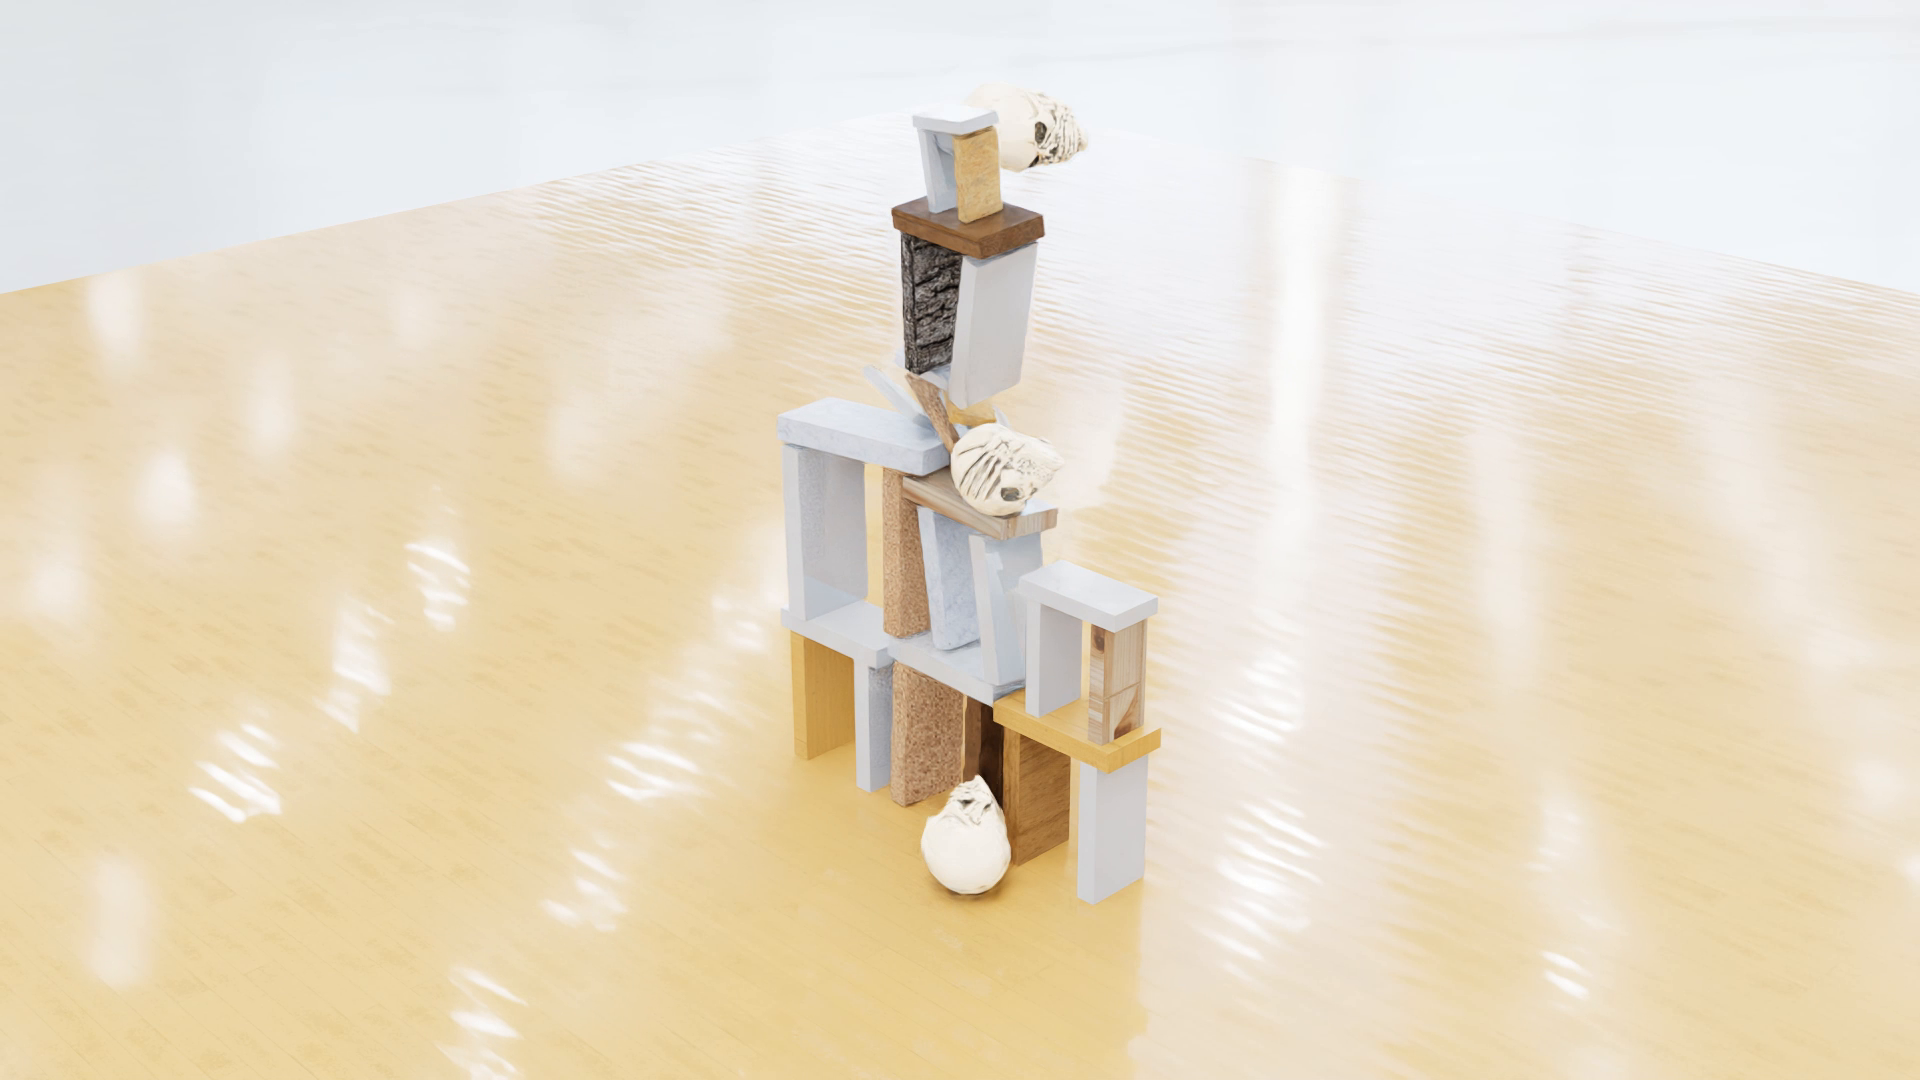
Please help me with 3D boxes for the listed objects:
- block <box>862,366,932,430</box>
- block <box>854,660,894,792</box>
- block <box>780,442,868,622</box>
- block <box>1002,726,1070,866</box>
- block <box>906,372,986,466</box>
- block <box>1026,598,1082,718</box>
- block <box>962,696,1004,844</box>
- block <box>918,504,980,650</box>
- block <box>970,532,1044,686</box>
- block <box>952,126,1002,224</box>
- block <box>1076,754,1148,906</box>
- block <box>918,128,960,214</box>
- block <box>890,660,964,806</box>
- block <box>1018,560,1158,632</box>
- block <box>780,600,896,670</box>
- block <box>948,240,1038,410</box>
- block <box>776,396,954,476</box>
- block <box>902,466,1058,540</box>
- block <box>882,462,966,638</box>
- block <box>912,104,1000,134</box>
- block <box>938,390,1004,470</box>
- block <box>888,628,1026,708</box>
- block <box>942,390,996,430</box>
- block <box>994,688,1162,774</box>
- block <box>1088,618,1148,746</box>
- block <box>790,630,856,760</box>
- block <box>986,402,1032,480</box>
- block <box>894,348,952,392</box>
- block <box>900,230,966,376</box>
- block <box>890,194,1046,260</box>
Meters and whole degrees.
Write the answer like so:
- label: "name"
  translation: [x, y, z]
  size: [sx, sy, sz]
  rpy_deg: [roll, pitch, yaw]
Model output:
- label: "block"
  translation: [-0.120, -0.280, 4.320]
  size: [0.157, 0.022, 0.078]
  rpy_deg: [45, 11, 27]
- label: "block"
  translation: [-0.148, 0.361, 4.536]
  size: [0.041, 0.293, 0.146]
  rpy_deg: [21, 31, 41]
- label: "block"
  translation: [-0.275, -0.035, 4.513]
  size: [0.177, 0.370, 0.050]
  rpy_deg: [-21, 30, -40]
- label: "block"
  translation: [0.150, 0.474, 4.270]
  size: [0.041, 0.292, 0.146]
  rpy_deg: [21, 31, 41]
- label: "block"
  translation: [-0.024, -0.240, 4.302]
  size: [0.078, 0.022, 0.231]
  rpy_deg: [2, 48, -43]
- label: "block"
  translation: [0.177, 0.203, 4.123]
  size: [0.034, 0.237, 0.118]
  rpy_deg: [21, 31, 41]
- label: "block"
  translation: [0.079, 0.433, 4.341]
  size: [0.153, 0.307, 0.043]
  rpy_deg: [-17, 28, -40]
- label: "block"
  translation: [-0.003, 0.058, 4.349]
  size: [0.041, 0.289, 0.144]
  rpy_deg: [6, 18, 44]
- label: "block"
  translation: [0.100, 0.119, 4.202]
  size: [0.144, 0.289, 0.041]
  rpy_deg: [-16, 15, -39]
- label: "block"
  translation: [0.032, -0.643, 3.867]
  size: [0.079, 0.157, 0.022]
  rpy_deg: [-24, 39, -25]
- label: "block"
  translation: [0.288, 0.527, 4.143]
  size: [0.041, 0.292, 0.146]
  rpy_deg: [21, 31, 41]
- label: "block"
  translation: [-0.027, -0.675, 3.954]
  size: [0.079, 0.158, 0.022]
  rpy_deg: [-23, 30, -27]
- label: "block"
  translation: [-0.066, 0.375, 4.475]
  size: [0.153, 0.307, 0.043]
  rpy_deg: [-16, 28, -39]
- label: "block"
  translation: [0.233, 0.101, 4.019]
  size: [0.237, 0.034, 0.118]
  rpy_deg: [21, 31, 41]
- label: "block"
  translation: [-0.218, 0.179, 4.535]
  size: [0.146, 0.041, 0.293]
  rpy_deg: [-21, 31, -41]
- label: "block"
  translation: [0.059, -0.399, 4.023]
  size: [0.141, 0.335, 0.040]
  rpy_deg: [-27, 54, -29]
- label: "block"
  translation: [-0.170, -0.209, 4.371]
  size: [0.354, 0.050, 0.177]
  rpy_deg: [15, 24, 31]
- label: "block"
  translation: [0.036, -0.074, 4.225]
  size: [0.144, 0.041, 0.289]
  rpy_deg: [-13, 26, -39]
- label: "block"
  translation: [-0.071, 0.004, 4.394]
  size: [0.177, 0.354, 0.050]
  rpy_deg: [-16, 24, -41]
- label: "block"
  translation: [-0.009, -0.739, 3.860]
  size: [0.079, 0.022, 0.157]
  rpy_deg: [-23, 25, -27]
- label: "block"
  translation: [0.025, -0.219, 4.274]
  size: [0.088, 0.025, 0.175]
  rpy_deg: [20, 35, -44]
- label: "block"
  translation: [0.016, 0.239, 4.348]
  size: [0.153, 0.043, 0.307]
  rpy_deg: [-16, 28, -39]
- label: "block"
  translation: [0.012, -0.283, 4.249]
  size: [0.088, 0.025, 0.175]
  rpy_deg: [10, 38, -19]
- label: "block"
  translation: [0.219, 0.347, 4.142]
  size: [0.292, 0.041, 0.146]
  rpy_deg: [21, 31, 41]
- label: "block"
  translation: [0.289, 0.247, 4.021]
  size: [0.034, 0.237, 0.118]
  rpy_deg: [21, 31, 41]
- label: "block"
  translation: [-0.286, 0.307, 4.663]
  size: [0.041, 0.293, 0.146]
  rpy_deg: [21, 31, 41]
- label: "block"
  translation: [0.083, -0.202, 4.274]
  size: [0.025, 0.088, 0.175]
  rpy_deg: [-35, 46, 13]
- label: "block"
  translation: [-0.042, -0.330, 4.228]
  size: [0.157, 0.022, 0.078]
  rpy_deg: [28, 37, 10]
- label: "block"
  translation: [-0.040, -0.463, 4.132]
  size: [0.141, 0.283, 0.040]
  rpy_deg: [-24, 38, -32]
- label: "block"
  translation: [0.013, -0.574, 3.964]
  size: [0.141, 0.040, 0.283]
  rpy_deg: [-24, 31, -27]
